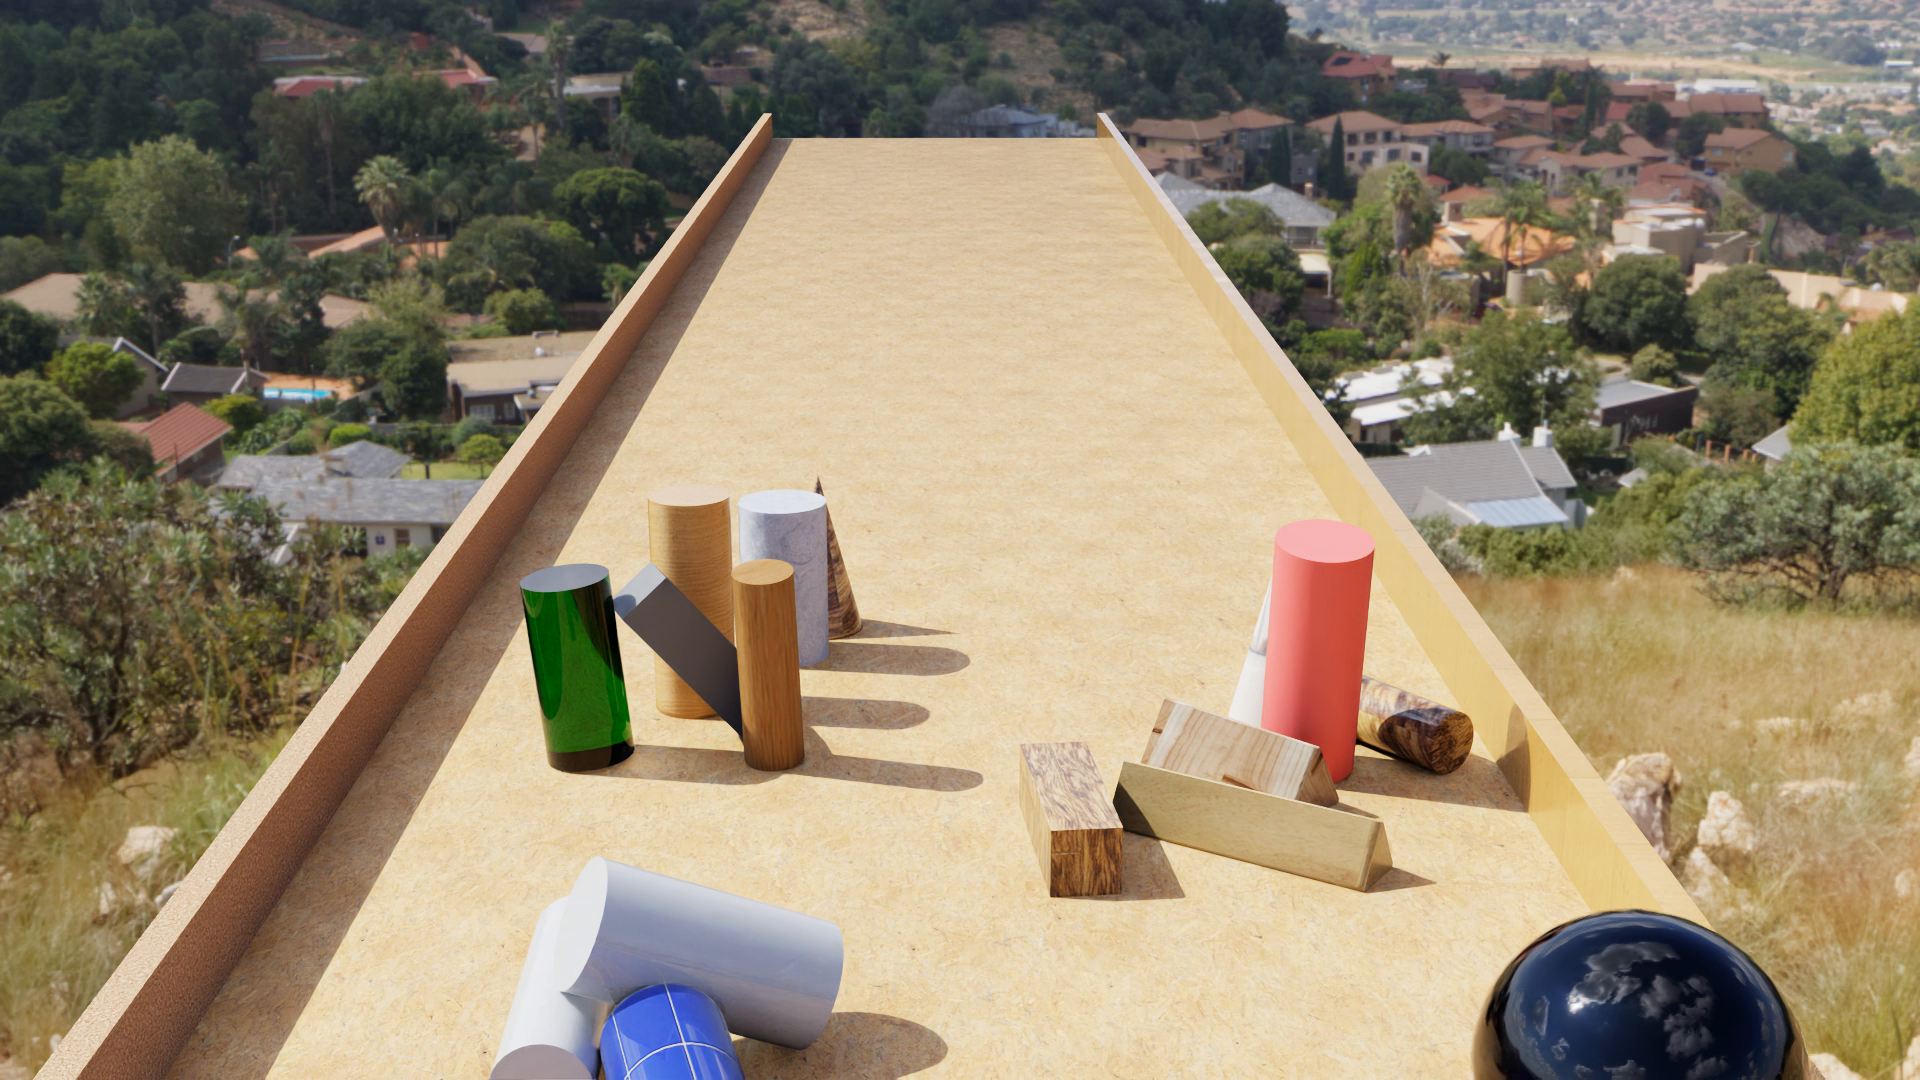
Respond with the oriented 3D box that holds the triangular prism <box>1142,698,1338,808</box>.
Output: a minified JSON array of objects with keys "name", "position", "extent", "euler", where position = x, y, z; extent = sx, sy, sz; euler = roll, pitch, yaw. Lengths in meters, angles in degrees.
[{"name":"triangular prism","position":[0.478,0.367,3.777],"extent":[0.135,0.117,0.329],"euler":[-15,23,-43]}]

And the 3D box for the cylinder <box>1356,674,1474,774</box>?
[{"name":"cylinder","position":[0.756,0.314,3.970],"extent":[0.113,0.113,0.345],"euler":[-12,20,-34]}]

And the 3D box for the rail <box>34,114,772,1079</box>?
[{"name":"rail","position":[-1.118,-0.838,7.780],"extent":[0.050,0.150,12.000],"euler":[0,17,-1]}]

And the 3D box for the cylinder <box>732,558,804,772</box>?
[{"name":"cylinder","position":[-0.334,0.220,3.836],"extent":[0.107,0.361,0.107],"euler":[-1,24,1]}]

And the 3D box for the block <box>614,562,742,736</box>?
[{"name":"block","position":[-0.465,0.205,3.946],"extent":[0.105,0.351,0.105],"euler":[-44,27,-5]}]

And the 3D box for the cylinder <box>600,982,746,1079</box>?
[{"name":"cylinder","position":[-0.322,0.693,2.611],"extent":[0.162,0.162,0.410],"euler":[-5,17,-15]}]

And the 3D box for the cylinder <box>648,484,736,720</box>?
[{"name":"cylinder","position":[-0.500,0.115,4.116],"extent":[0.152,0.413,0.152],"euler":[0,17,0]}]

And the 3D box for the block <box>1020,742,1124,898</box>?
[{"name":"block","position":[0.175,0.444,3.538],"extent":[0.111,0.111,0.355],"euler":[-2,17,-6]}]

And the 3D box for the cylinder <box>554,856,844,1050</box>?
[{"name":"cylinder","position":[-0.341,0.543,2.879],"extent":[0.335,0.176,0.176],"euler":[20,9,-23]}]

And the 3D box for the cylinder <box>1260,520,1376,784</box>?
[{"name":"cylinder","position":[0.611,0.195,3.779],"extent":[0.166,0.431,0.166],"euler":[0,26,0]}]

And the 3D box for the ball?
[{"name":"ball","position":[0.776,0.611,2.518],"extent":[0.373,0.373,0.373],"euler":[0,17,0]}]

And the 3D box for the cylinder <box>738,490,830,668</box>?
[{"name":"cylinder","position":[-0.353,0.077,4.406],"extent":[0.175,0.321,0.175],"euler":[0,17,0]}]

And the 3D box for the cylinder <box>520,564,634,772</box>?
[{"name":"cylinder","position":[-0.672,0.223,3.869],"extent":[0.155,0.333,0.155],"euler":[-5,17,2]}]

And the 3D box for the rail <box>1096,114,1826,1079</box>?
[{"name":"rail","position":[0.932,-0.844,7.801],"extent":[0.050,0.150,12.000],"euler":[0,17,-1]}]

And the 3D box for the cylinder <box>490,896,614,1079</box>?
[{"name":"cylinder","position":[-0.526,0.621,2.911],"extent":[0.131,0.131,0.417],"euler":[-1,17,-3]}]

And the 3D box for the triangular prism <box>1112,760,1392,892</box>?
[{"name":"triangular prism","position":[0.464,0.447,3.544],"extent":[0.456,0.097,0.112],"euler":[11,19,32]}]

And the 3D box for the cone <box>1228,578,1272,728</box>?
[{"name":"cone","position":[0.565,0.200,3.989],"extent":[0.162,0.321,0.162],"euler":[0,17,0]}]

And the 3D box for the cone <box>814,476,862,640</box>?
[{"name":"cone","position":[-0.292,0.023,4.566],"extent":[0.177,0.333,0.177],"euler":[0,17,0]}]
